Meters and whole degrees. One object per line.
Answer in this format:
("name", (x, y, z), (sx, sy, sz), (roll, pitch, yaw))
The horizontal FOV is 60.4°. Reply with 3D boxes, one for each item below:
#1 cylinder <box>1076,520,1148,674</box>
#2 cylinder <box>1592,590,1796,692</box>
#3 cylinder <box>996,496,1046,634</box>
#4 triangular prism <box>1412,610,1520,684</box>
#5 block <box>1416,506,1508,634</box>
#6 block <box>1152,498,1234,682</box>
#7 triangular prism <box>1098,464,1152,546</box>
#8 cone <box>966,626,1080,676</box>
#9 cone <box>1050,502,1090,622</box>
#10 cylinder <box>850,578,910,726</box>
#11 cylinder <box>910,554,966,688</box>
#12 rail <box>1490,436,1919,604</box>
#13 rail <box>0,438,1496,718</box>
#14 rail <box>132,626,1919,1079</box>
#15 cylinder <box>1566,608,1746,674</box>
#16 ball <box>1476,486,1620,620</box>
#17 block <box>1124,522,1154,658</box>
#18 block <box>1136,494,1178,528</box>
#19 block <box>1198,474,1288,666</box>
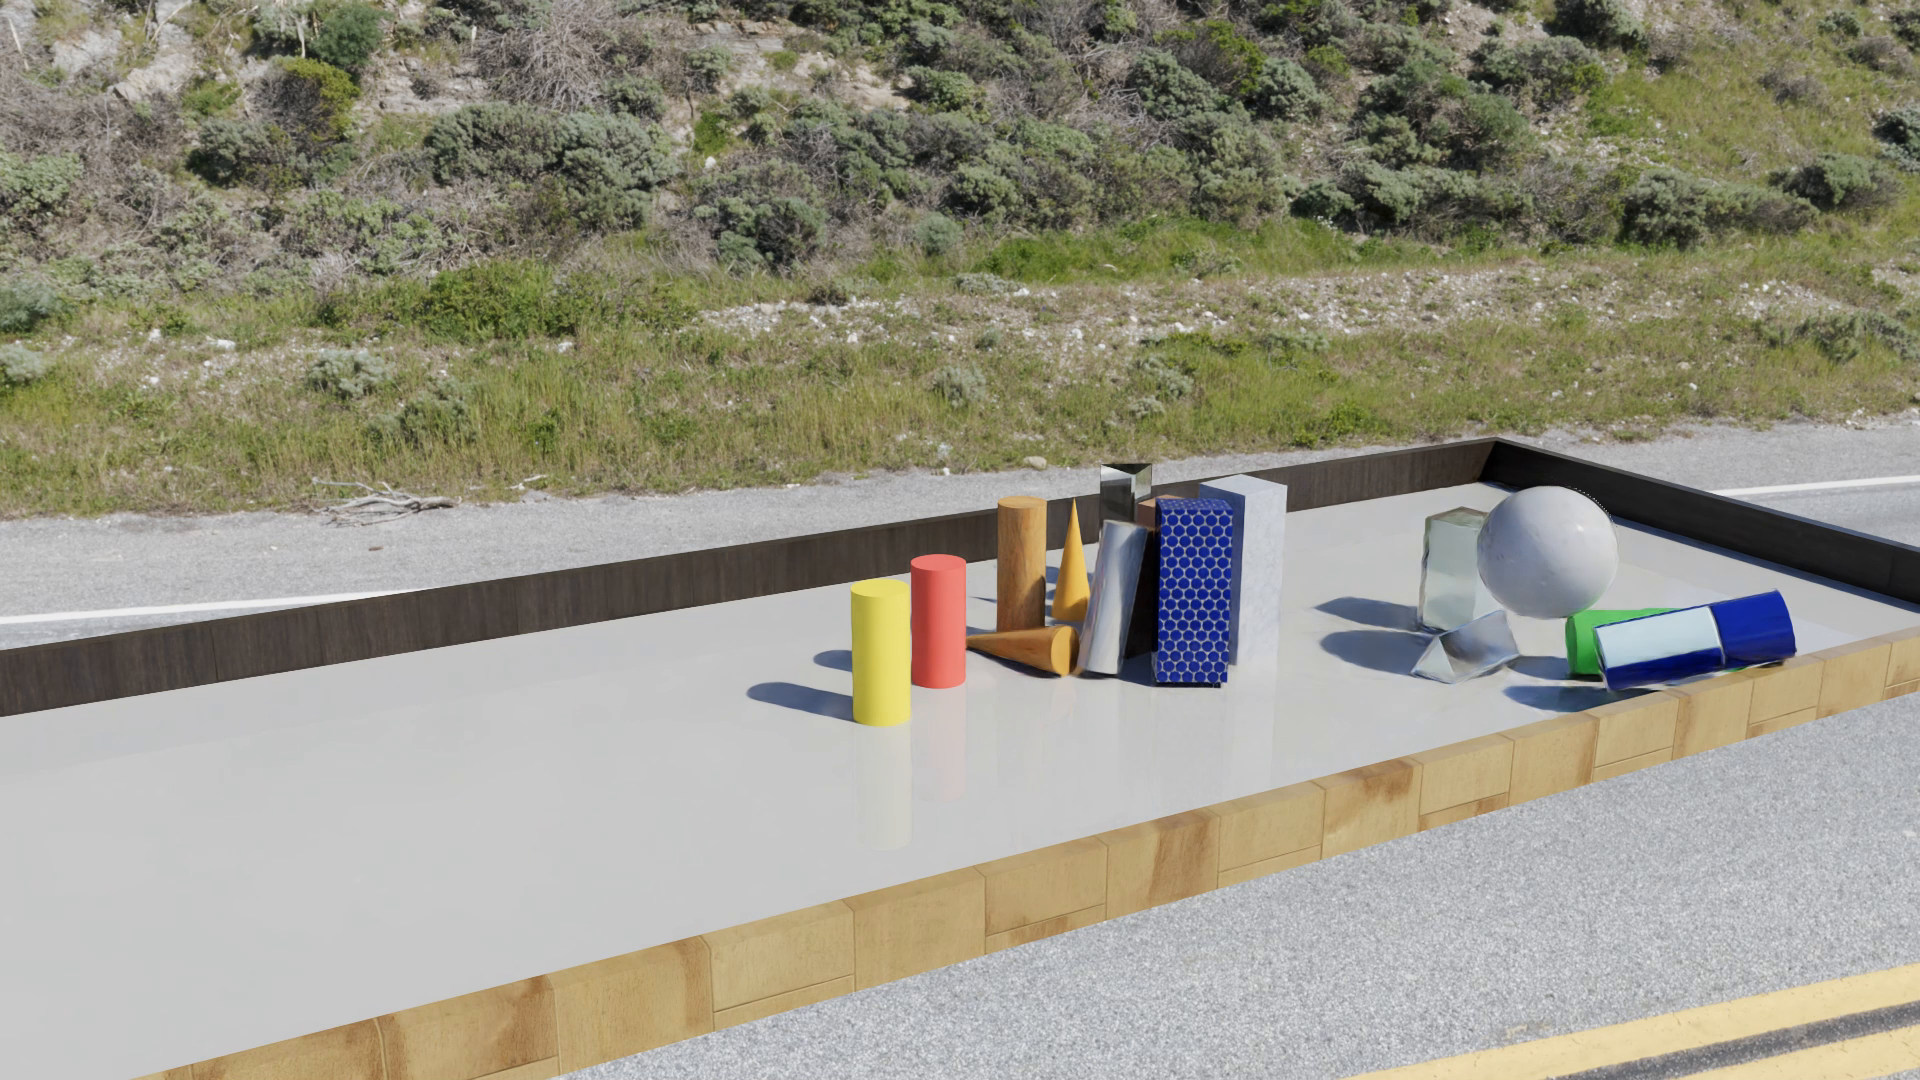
("cylinder", (0.385, 0.144, 4.174), (0.114, 0.374, 0.114), (10, 6, -1))
("cylinder", (1.726, 0.241, 3.892), (0.413, 0.160, 0.160), (-13, 13, 15))
("cylinder", (0.162, 0.091, 4.346), (0.128, 0.395, 0.128), (0, 16, 0))
("triangular prism", (1.308, 0.265, 4.244), (0.306, 0.112, 0.129), (-15, 21, -41))
("block", (1.381, 0.090, 4.501), (0.171, 0.309, 0.171), (-14, 21, -39))
("block", (0.580, 0.124, 4.136), (0.173, 0.433, 0.173), (1, 11, 2))
("triangular prism", (0.506, -0.039, 4.838), (0.130, 0.365, 0.150), (-11, 20, -32))
("cone", (0.111, 0.274, 4.311), (0.414, 0.126, 0.126), (2, 14, 40))
("cone", (0.315, 0.045, 4.593), (0.119, 0.342, 0.119), (0, 16, 0))
("cylinder", (-0.186, 0.265, 3.886), (0.138, 0.321, 0.138), (0, 16, 0))
("cylinder", (-0.053, 0.203, 4.118), (0.137, 0.308, 0.137), (0, 16, 0))
("rail", (2.466, -0.048, 5.253), (0.050, 0.150, 2.100), (-9, 18, -27))
("rail", (-3.305, 0.497, 3.399), (12.000, 0.150, 0.050), (-9, 18, -27))
("rail", (-2.336, 1.006, 1.665), (12.000, 0.150, 0.050), (-9, 18, -27))
("cylinder", (1.746, 0.254, 4.144), (0.400, 0.162, 0.162), (-2, 16, 10))
("ball", (1.457, 0.032, 4.098), (0.336, 0.336, 0.336), (0, 16, 0))
("block", (0.439, 0.130, 4.318), (0.105, 0.331, 0.105), (15, 20, 42))
("block", (0.586, 0.051, 4.612), (0.134, 0.320, 0.134), (15, 22, 41))
("block", (0.726, 0.075, 4.293), (0.158, 0.454, 0.158), (-13, 21, -37))
